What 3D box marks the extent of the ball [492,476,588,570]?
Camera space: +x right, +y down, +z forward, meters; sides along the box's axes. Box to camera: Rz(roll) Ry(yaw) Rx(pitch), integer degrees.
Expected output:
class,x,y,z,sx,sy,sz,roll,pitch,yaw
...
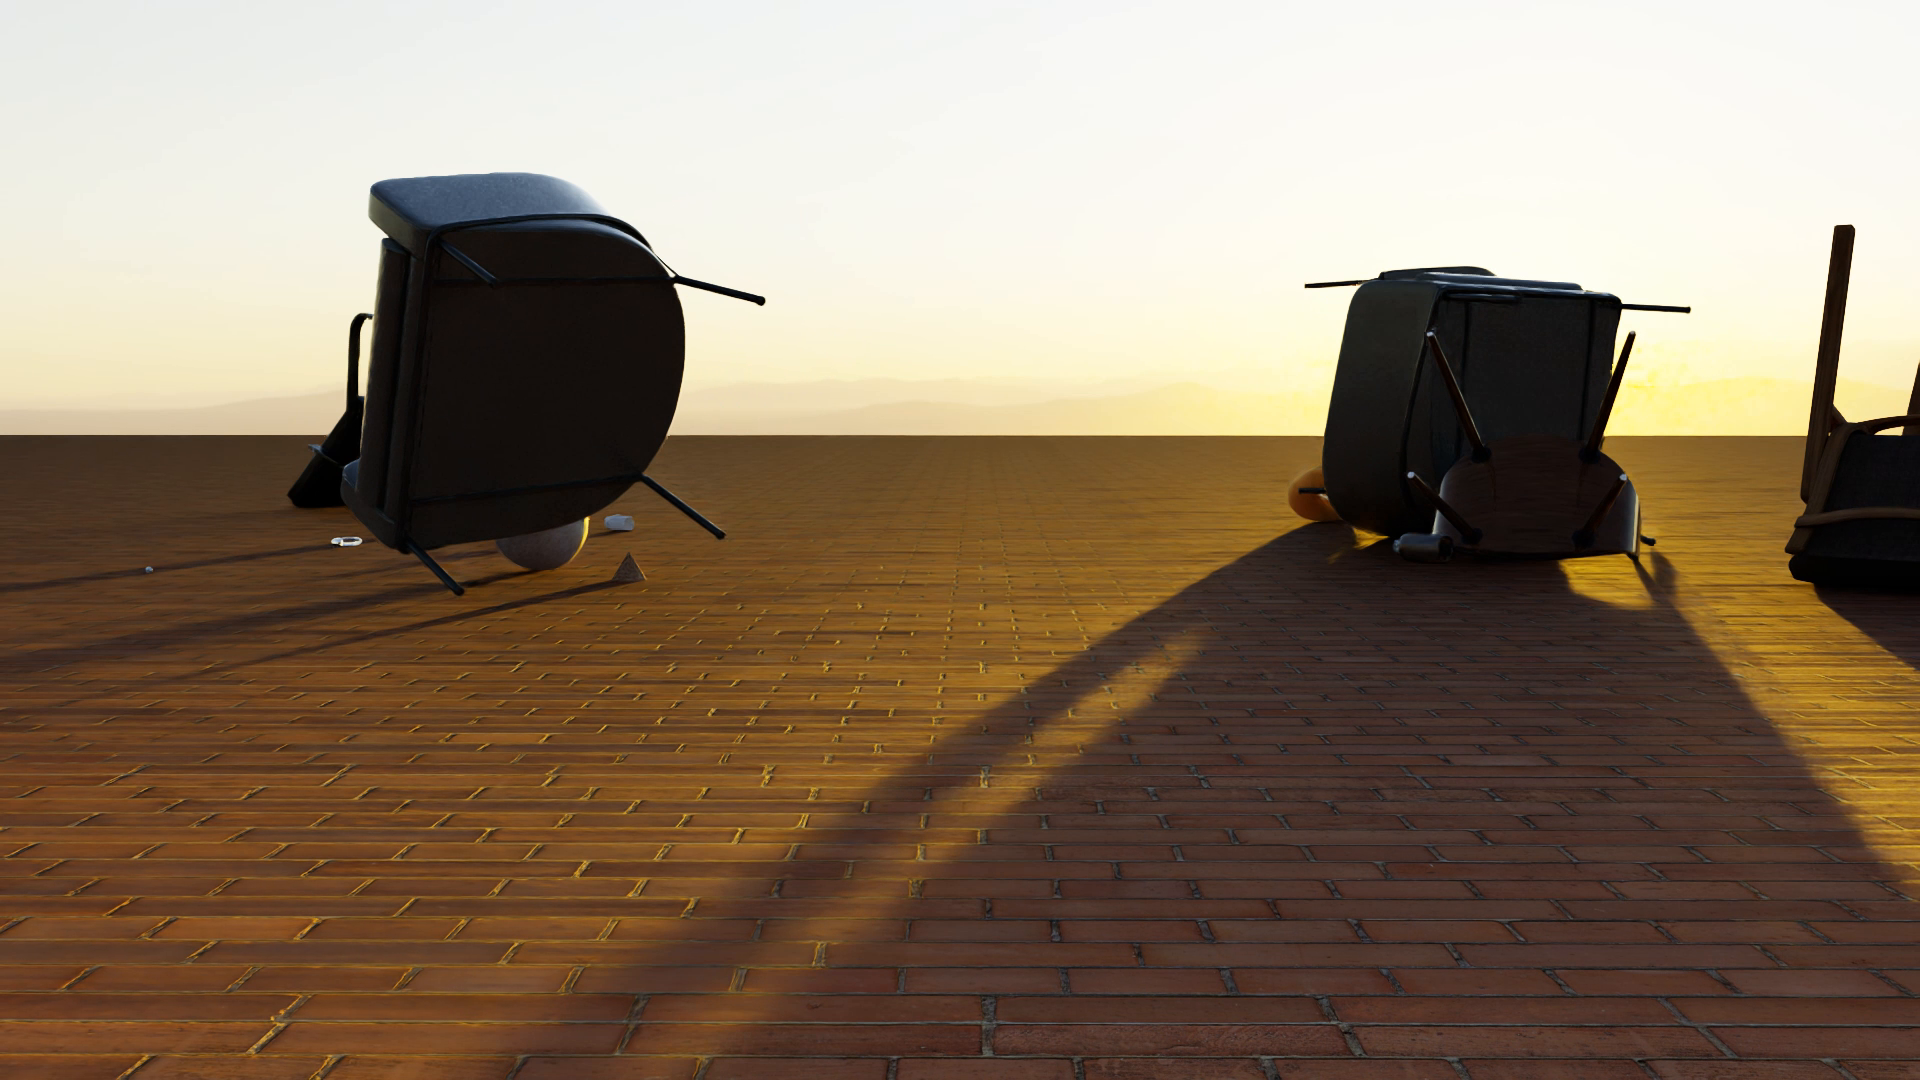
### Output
class,x,y,z,sx,sy,sz,roll,pitch,yaw
ball,-1.040,-0.043,5.449,0.236,0.236,0.236,0,4,0

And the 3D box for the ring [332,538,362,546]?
class,x,y,z,sx,sy,sz,roll,pitch,yaw
ring,-1.762,0.005,6.317,0.052,0.022,0.105,4,5,32

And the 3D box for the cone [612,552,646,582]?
class,x,y,z,sx,sy,sz,roll,pitch,yaw
cone,-0.779,0.060,5.176,0.082,0.068,0.088,2,4,28

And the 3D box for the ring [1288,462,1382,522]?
class,x,y,z,sx,sy,sz,roll,pitch,yaw
ring,1.246,-0.156,7.316,0.282,0.064,0.380,22,-30,-16
